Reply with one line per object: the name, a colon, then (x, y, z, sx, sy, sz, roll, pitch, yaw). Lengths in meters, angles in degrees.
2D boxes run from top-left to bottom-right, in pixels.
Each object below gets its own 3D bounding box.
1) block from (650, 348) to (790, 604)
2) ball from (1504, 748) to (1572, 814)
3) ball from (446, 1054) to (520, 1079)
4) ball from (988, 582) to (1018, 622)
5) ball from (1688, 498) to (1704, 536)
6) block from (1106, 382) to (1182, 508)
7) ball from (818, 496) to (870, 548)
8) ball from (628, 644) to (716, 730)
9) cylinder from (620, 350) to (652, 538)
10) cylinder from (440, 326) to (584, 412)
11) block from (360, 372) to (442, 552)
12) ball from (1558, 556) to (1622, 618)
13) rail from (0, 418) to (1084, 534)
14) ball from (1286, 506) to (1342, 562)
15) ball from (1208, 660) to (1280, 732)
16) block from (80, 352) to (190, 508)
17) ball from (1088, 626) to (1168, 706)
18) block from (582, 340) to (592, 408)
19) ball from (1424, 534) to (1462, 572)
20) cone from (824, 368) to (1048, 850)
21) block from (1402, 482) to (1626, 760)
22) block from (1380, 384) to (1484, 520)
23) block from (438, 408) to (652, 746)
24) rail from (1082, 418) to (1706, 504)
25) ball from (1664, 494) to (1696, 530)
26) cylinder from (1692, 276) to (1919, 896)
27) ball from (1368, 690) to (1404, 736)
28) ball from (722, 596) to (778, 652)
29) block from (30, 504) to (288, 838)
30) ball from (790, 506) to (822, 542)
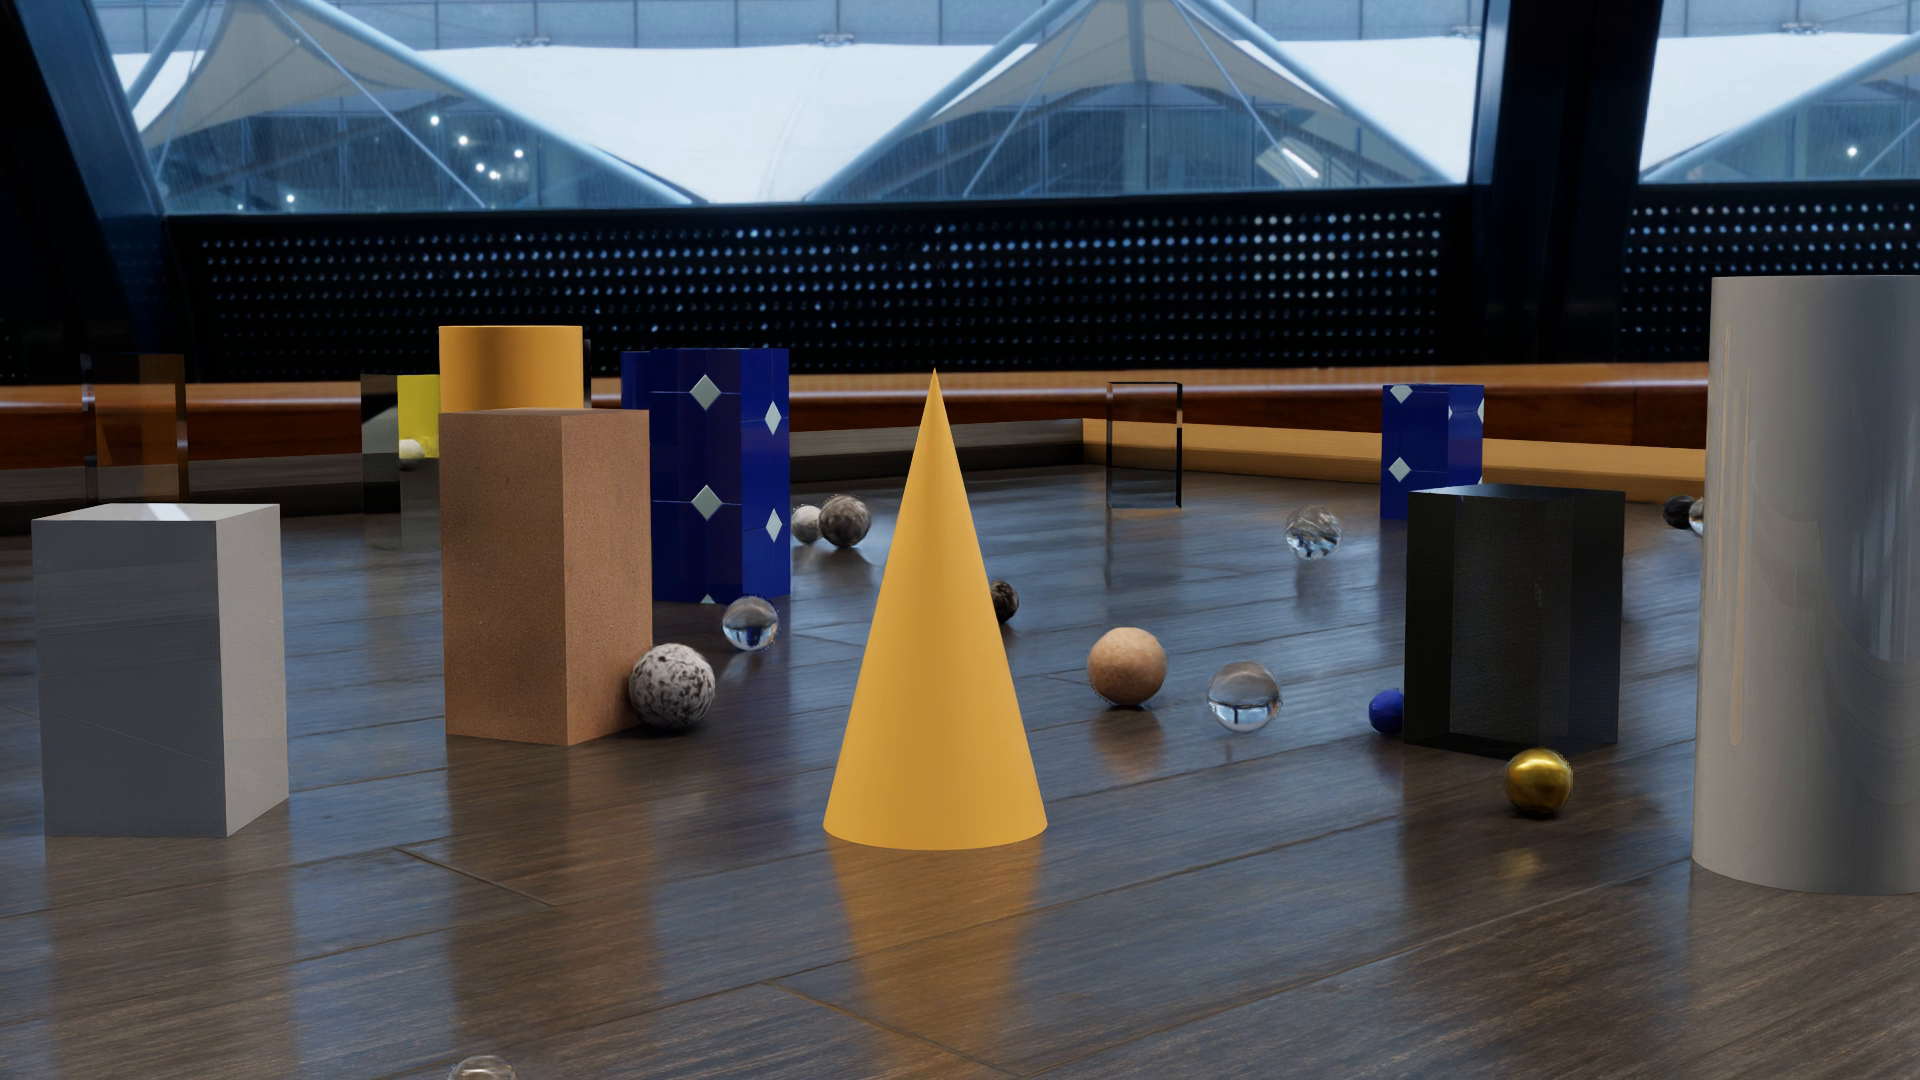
block: (-0.369, -0.103, 3.404, 0.156, 0.385, 0.156, 3, 6, 23)
ball: (0.511, 0.213, 1.948, 0.059, 0.059, 0.059, 0, 6, 0)
ball: (-0.259, 0.301, 1.195, 0.042, 0.042, 0.042, 0, 6, 0)
ball: (0.055, 0.088, 3.143, 0.059, 0.059, 0.059, 0, 6, 0)
ball: (1.473, -0.046, 4.318, 0.081, 0.081, 0.081, 0, 6, 0)
block: (0.418, -0.218, 5.007, 0.156, 0.279, 0.156, 0, 6, -1)
ball: (-0.217, -0.035, 4.134, 0.097, 0.097, 0.097, 0, 6, 0)
ball: (-0.306, 0.156, 2.336, 0.092, 0.092, 0.092, 0, 6, 0)
cylinder: (-0.573, -0.192, 4.367, 0.195, 0.362, 0.195, 0, 6, 0)
cylinder: (-0.624, -0.087, 3.077, 0.195, 0.422, 0.195, 0, 6, 0)
block: (-1.016, -0.150, 4.134, 0.156, 0.325, 0.156, -5, 8, -40)
ball: (0.912, 0.069, 3.180, 0.090, 0.090, 0.090, 0, 6, 0)
rail: (-1.371, -0.122, 4.810, 4.753, 0.127, 0.045, -5, 8, -42)
ball: (0.628, -0.011, 3.906, 0.098, 0.098, 0.098, 0, 6, 0)
ball: (0.300, 0.165, 2.321, 0.077, 0.077, 0.077, 0, 6, 0)
block: (-1.522, -0.162, 4.061, 0.156, 0.365, 0.156, -3, 7, -29)
ball: (0.190, 0.142, 2.486, 0.089, 0.089, 0.089, 0, 6, 0)
block: (-0.839, -0.204, 4.360, 0.156, 0.386, 0.156, 3, 6, 23)
ball: (0.824, 0.022, 3.758, 0.063, 0.063, 0.063, 0, 6, 0)
cone: (-0.022, 0.049, 1.894, 0.195, 0.396, 0.195, 0, 6, 0)
block: (0.567, 0.080, 2.252, 0.156, 0.260, 0.156, 6, 8, 45)
block: (1.010, -0.189, 4.704, 0.156, 0.285, 0.156, 5, 8, 40)
block: (-0.438, 0.032, 2.336, 0.156, 0.338, 0.156, 3, 7, 26)
rail: (1.729, -0.133, 4.919, 0.045, 0.127, 4.092, -5, 8, -42)
ball: (1.469, -0.058, 4.479, 0.071, 0.071, 0.071, 0, 6, 0)
cylinder: (0.693, 0.027, 1.750, 0.195, 0.470, 0.195, 0, 6, 0)
ball: (0.453, 0.181, 2.307, 0.048, 0.048, 0.048, 0, 6, 0)
ball: (-0.274, 0.109, 2.875, 0.073, 0.073, 0.073, 0, 6, 0)
block: (-0.696, 0.109, 1.928, 0.156, 0.270, 0.156, 0, 6, 2)
ball: (-0.290, -0.030, 4.214, 0.072, 0.072, 0.072, 0, 6, 0)
